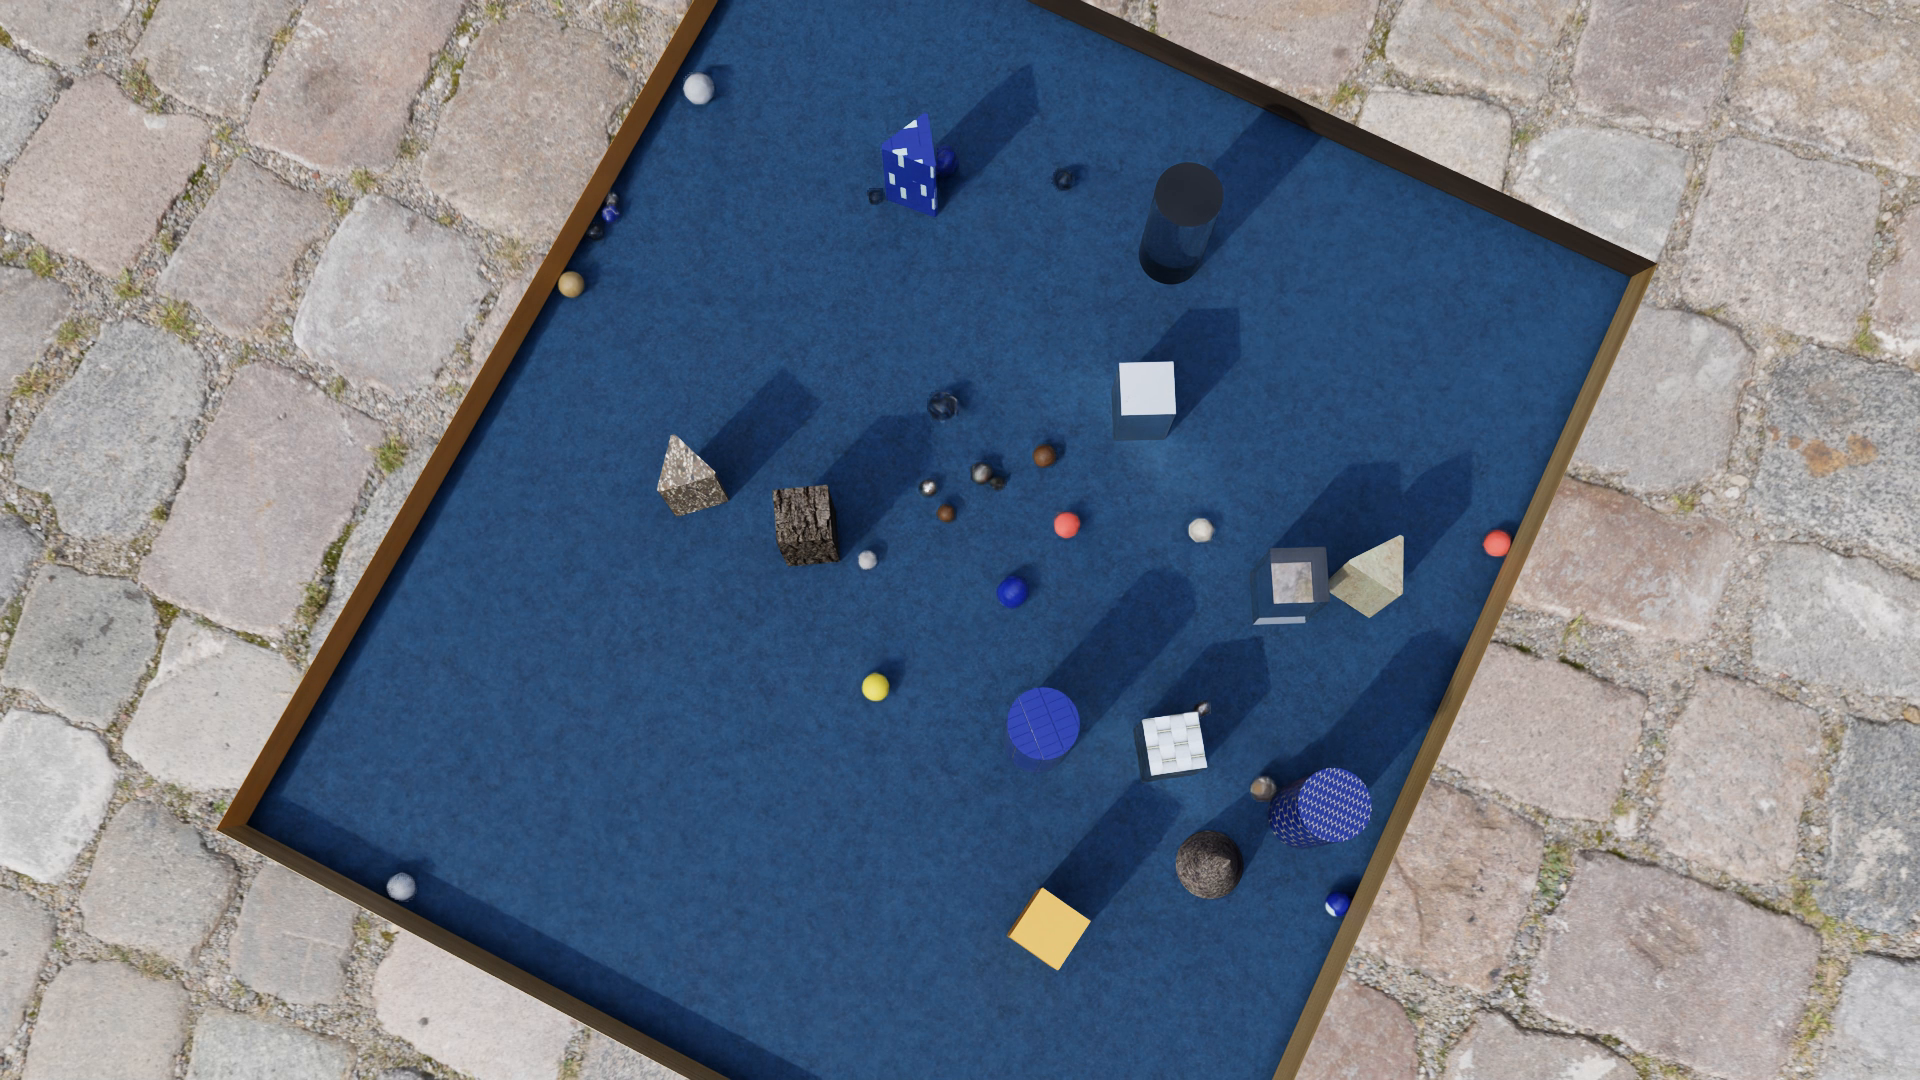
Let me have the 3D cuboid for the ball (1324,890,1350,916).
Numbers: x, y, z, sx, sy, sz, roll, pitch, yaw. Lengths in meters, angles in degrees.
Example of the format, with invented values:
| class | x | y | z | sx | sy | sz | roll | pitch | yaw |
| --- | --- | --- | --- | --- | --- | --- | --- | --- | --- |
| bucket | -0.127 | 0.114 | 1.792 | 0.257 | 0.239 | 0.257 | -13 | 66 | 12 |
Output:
| class | x | y | z | sx | sy | sz | roll | pitch | yaw |
| --- | --- | --- | --- | --- | --- | --- | --- | --- | --- |
| ball | 1.105 | 1.062 | 5.358 | 0.075 | 0.075 | 0.075 | 0 | 78 | 0 |

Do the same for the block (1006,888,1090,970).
| class | x | y | z | sx | sy | sz | roll | pitch | yaw |
| --- | --- | --- | --- | --- | --- | --- | --- | --- | --- |
| block | 0.247 | 1.102 | 5.198 | 0.160 | 0.372 | 0.160 | 34 | 80 | 7 |

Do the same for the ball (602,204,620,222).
| class | x | y | z | sx | sy | sz | roll | pitch | yaw |
| --- | --- | --- | --- | --- | --- | --- | --- | --- | --- |
| ball | -1.105 | -1.033 | 5.802 | 0.056 | 0.056 | 0.056 | 0 | 78 | 0 |

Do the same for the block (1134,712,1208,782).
| class | x | y | z | sx | sy | sz | roll | pitch | yaw |
| --- | --- | --- | --- | --- | --- | --- | --- | --- | --- |
| block | 0.609 | 0.607 | 5.344 | 0.160 | 0.288 | 0.160 | -8 | 78 | -2 |

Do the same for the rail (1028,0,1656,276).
| class | x | y | z | sx | sy | sz | roll | pitch | yaw |
| --- | --- | --- | --- | --- | --- | --- | --- | --- | --- |
| rail | 0.767 | -1.496 | 5.859 | 3.086 | 0.130 | 0.045 | 26 | 80 | 5 |

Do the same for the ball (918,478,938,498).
| class | x | y | z | sx | sy | sz | roll | pitch | yaw |
| --- | --- | --- | --- | --- | --- | --- | --- | --- | --- |
| ball | -0.097 | -0.158 | 5.619 | 0.059 | 0.059 | 0.059 | 0 | 78 | 0 |

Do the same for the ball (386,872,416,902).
| class | x | y | z | sx | sy | sz | roll | pitch | yaw |
| --- | --- | --- | --- | --- | --- | --- | --- | --- | --- |
| ball | -1.636 | 1.016 | 5.365 | 0.081 | 0.081 | 0.081 | 0 | 78 | 0 |

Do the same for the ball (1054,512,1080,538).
| class | x | y | z | sx | sy | sz | roll | pitch | yaw |
| --- | --- | --- | --- | --- | --- | --- | --- | --- | --- |
| ball | 0.326 | -0.046 | 5.585 | 0.081 | 0.081 | 0.081 | 0 | 78 | 0 |

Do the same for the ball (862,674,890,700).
| class | x | y | z | sx | sy | sz | roll | pitch | yaw |
| --- | --- | --- | --- | --- | --- | --- | --- | --- | --- |
| ball | -0.252 | 0.439 | 5.483 | 0.083 | 0.083 | 0.083 | 0 | 78 | 0 |

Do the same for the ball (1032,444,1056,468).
| class | x | y | z | sx | sy | sz | roll | pitch | yaw |
| --- | --- | --- | --- | --- | --- | --- | --- | --- | --- |
| ball | 0.258 | -0.259 | 5.633 | 0.072 | 0.072 | 0.072 | 0 | 78 | 0 |

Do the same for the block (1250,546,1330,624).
| class | x | y | z | sx | sy | sz | roll | pitch | yaw |
| --- | --- | --- | --- | --- | --- | --- | --- | --- | --- |
| block | 0.967 | 0.138 | 5.395 | 0.160 | 0.379 | 0.160 | -2 | 78 | 0 |

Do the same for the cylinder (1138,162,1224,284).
| class | x | y | z | sx | sy | sz | roll | pitch | yaw |
| --- | --- | --- | --- | --- | --- | --- | --- | --- | --- |
| cylinder | 0.665 | -0.954 | 5.563 | 0.200 | 0.493 | 0.200 | 0 | 78 | 0 |

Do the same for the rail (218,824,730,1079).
| class | x | y | z | sx | sy | sz | roll | pitch | yaw |
| --- | --- | --- | --- | --- | --- | --- | --- | --- | --- |
| rail | -0.767 | 1.509 | 5.237 | 3.086 | 0.130 | 0.045 | 26 | 80 | 5 |

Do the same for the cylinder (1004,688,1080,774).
| class | x | y | z | sx | sy | sz | roll | pitch | yaw |
| --- | --- | --- | --- | --- | --- | --- | --- | --- | --- |
| cylinder | 0.229 | 0.551 | 5.263 | 0.200 | 0.469 | 0.200 | 0 | 78 | 0 |

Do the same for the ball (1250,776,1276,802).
| class | x | y | z | sx | sy | sz | roll | pitch | yaw |
| --- | --- | --- | --- | --- | --- | --- | --- | --- | --- |
| ball | 0.899 | 0.736 | 5.426 | 0.074 | 0.074 | 0.074 | 0 | 78 | 0 |

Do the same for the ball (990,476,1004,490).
| class | x | y | z | sx | sy | sz | roll | pitch | yaw |
| --- | --- | --- | --- | --- | --- | --- | --- | --- | --- |
| ball | 0.114 | -0.175 | 5.632 | 0.041 | 0.041 | 0.041 | 0 | 78 | 0 |

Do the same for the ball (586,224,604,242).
| class | x | y | z | sx | sy | sz | roll | pitch | yaw |
| --- | --- | --- | --- | --- | --- | --- | --- | --- | --- |
| ball | -1.154 | -0.971 | 5.790 | 0.054 | 0.054 | 0.054 | 0 | 78 | 0 |

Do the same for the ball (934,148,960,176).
| class | x | y | z | sx | sy | sz | roll | pitch | yaw |
| --- | --- | --- | --- | --- | --- | --- | --- | --- | --- |
| ball | -0.046 | -1.199 | 5.821 | 0.086 | 0.086 | 0.086 | 0 | 78 | 0 |

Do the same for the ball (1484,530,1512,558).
| class | x | y | z | sx | sy | sz | roll | pitch | yaw |
| --- | --- | --- | --- | --- | --- | --- | --- | --- | --- |
| ball | 1.634 | 0.012 | 5.572 | 0.082 | 0.082 | 0.082 | 0 | 78 | 0 |

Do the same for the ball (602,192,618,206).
| class | x | y | z | sx | sy | sz | roll | pitch | yaw |
| --- | --- | --- | --- | --- | --- | --- | --- | --- | --- |
| ball | -1.110 | -1.082 | 5.816 | 0.048 | 0.048 | 0.048 | 0 | 78 | 0 |

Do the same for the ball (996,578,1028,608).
| class | x | y | z | sx | sy | sz | roll | pitch | yaw |
| --- | --- | --- | --- | --- | --- | --- | --- | --- | --- |
| ball | 0.156 | 0.159 | 5.535 | 0.094 | 0.094 | 0.094 | 0 | 78 | 0 |

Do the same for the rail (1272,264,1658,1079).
| class | x | y | z | sx | sy | sz | roll | pitch | yaw |
| --- | --- | --- | --- | --- | --- | --- | --- | --- | --- |
| rail | 1.359 | 0.672 | 5.410 | 0.045 | 0.130 | 3.478 | 26 | 80 | 5 |

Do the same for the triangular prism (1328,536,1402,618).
| class | x | y | z | sx | sy | sz | roll | pitch | yaw |
| --- | --- | --- | --- | --- | --- | --- | --- | --- | --- |
| triangular prism | 1.219 | 0.088 | 5.400 | 0.173 | 0.389 | 0.150 | 33 | 80 | 6 |

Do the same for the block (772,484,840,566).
| class | x | y | z | sx | sy | sz | roll | pitch | yaw |
| --- | --- | --- | --- | --- | --- | --- | --- | --- | --- |
| block | -0.454 | -0.039 | 5.448 | 0.160 | 0.347 | 0.160 | -5 | 78 | -1 |

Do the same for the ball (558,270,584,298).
| class | x | y | z | sx | sy | sz | roll | pitch | yaw |
| --- | --- | --- | --- | --- | --- | --- | --- | --- | --- |
| ball | -1.217 | -0.801 | 5.740 | 0.084 | 0.084 | 0.084 | 0 | 78 | 0 |

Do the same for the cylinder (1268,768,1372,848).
| class | x | y | z | sx | sy | sz | roll | pitch | yaw |
| --- | --- | --- | --- | --- | --- | --- | --- | --- | --- |
| cylinder | 1.015 | 0.767 | 5.203 | 0.200 | 0.499 | 0.200 | 0 | 78 | 0 |

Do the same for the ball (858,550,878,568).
| class | x | y | z | sx | sy | sz | roll | pitch | yaw |
| --- | --- | --- | --- | --- | --- | --- | --- | --- | --- |
| ball | -0.281 | 0.059 | 5.575 | 0.058 | 0.058 | 0.058 | 0 | 78 | 0 |

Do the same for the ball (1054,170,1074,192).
| class | x | y | z | sx | sy | sz | roll | pitch | yaw |
| --- | --- | --- | --- | --- | --- | --- | --- | --- | --- |
| ball | 0.330 | -1.142 | 5.819 | 0.067 | 0.067 | 0.067 | 0 | 78 | 0 |

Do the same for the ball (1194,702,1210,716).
| class | x | y | z | sx | sy | sz | roll | pitch | yaw |
| --- | --- | --- | --- | --- | --- | --- | --- | --- | --- |
| ball | 0.724 | 0.505 | 5.490 | 0.044 | 0.044 | 0.044 | 0 | 78 | 0 |

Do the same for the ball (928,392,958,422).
| class | x | y | z | sx | sy | sz | roll | pitch | yaw |
| --- | --- | --- | --- | --- | --- | --- | --- | --- | --- |
| ball | -0.053 | -0.411 | 5.655 | 0.091 | 0.091 | 0.091 | 0 | 78 | 0 |

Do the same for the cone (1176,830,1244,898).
| class | x | y | z | sx | sy | sz | roll | pitch | yaw |
| --- | --- | --- | --- | --- | --- | --- | --- | --- | --- |
| cone | 0.738 | 0.916 | 5.209 | 0.200 | 0.428 | 0.200 | 0 | 78 | 0 |

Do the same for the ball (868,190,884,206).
| class | x | y | z | sx | sy | sz | roll | pitch | yaw |
| --- | --- | --- | --- | --- | --- | --- | --- | --- | --- |
| ball | -0.267 | -1.088 | 5.816 | 0.050 | 0.050 | 0.050 | 0 | 78 | 0 |

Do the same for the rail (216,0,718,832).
| class | x | y | z | sx | sy | sz | roll | pitch | yaw |
| --- | --- | --- | --- | --- | --- | --- | --- | --- | --- |
| rail | -1.359 | -0.658 | 5.686 | 0.045 | 0.130 | 3.478 | 26 | 80 | 5 |

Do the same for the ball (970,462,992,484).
| class | x | y | z | sx | sy | sz | roll | pitch | yaw |
| --- | --- | --- | --- | --- | --- | --- | --- | --- | --- |
| ball | 0.064 | -0.205 | 5.624 | 0.068 | 0.068 | 0.068 | 0 | 78 | 0 |

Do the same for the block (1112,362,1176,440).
| class | x | y | z | sx | sy | sz | roll | pitch | yaw |
| --- | --- | --- | --- | --- | --- | --- | --- | --- | --- |
| block | 0.553 | -0.417 | 5.551 | 0.160 | 0.297 | 0.160 | -1 | 78 | 0 |

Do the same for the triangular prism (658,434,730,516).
| class | x | y | z | sx | sy | sz | roll | pitch | yaw |
| --- | --- | --- | --- | --- | --- | --- | --- | --- | --- |
| triangular prism | -0.814 | -0.203 | 5.486 | 0.173 | 0.337 | 0.150 | -17 | 79 | -3 |

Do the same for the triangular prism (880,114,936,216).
| class | x | y | z | sx | sy | sz | roll | pitch | yaw |
| --- | --- | --- | --- | --- | --- | --- | --- | --- | --- |
| triangular prism | -0.128 | -1.168 | 5.656 | 0.173 | 0.396 | 0.150 | 21 | 79 | 4 |

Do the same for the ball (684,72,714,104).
| class | x | y | z | sx | sy | sz | roll | pitch | yaw |
| --- | --- | --- | --- | --- | --- | --- | --- | --- | --- |
| ball | -0.835 | -1.444 | 5.865 | 0.100 | 0.100 | 0.100 | 0 | 78 | 0 |

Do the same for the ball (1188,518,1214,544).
| class | x | y | z | sx | sy | sz | roll | pitch | yaw |
| --- | --- | --- | --- | --- | --- | --- | --- | --- | --- |
| ball | 0.734 | -0.029 | 5.583 | 0.077 | 0.077 | 0.077 | 0 | 78 | 0 |

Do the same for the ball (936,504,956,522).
| class | x | y | z | sx | sy | sz | roll | pitch | yaw |
| --- | --- | --- | --- | --- | --- | --- | --- | --- | --- |
| ball | -0.043 | -0.082 | 5.605 | 0.056 | 0.056 | 0.056 | 0 | 78 | 0 |
